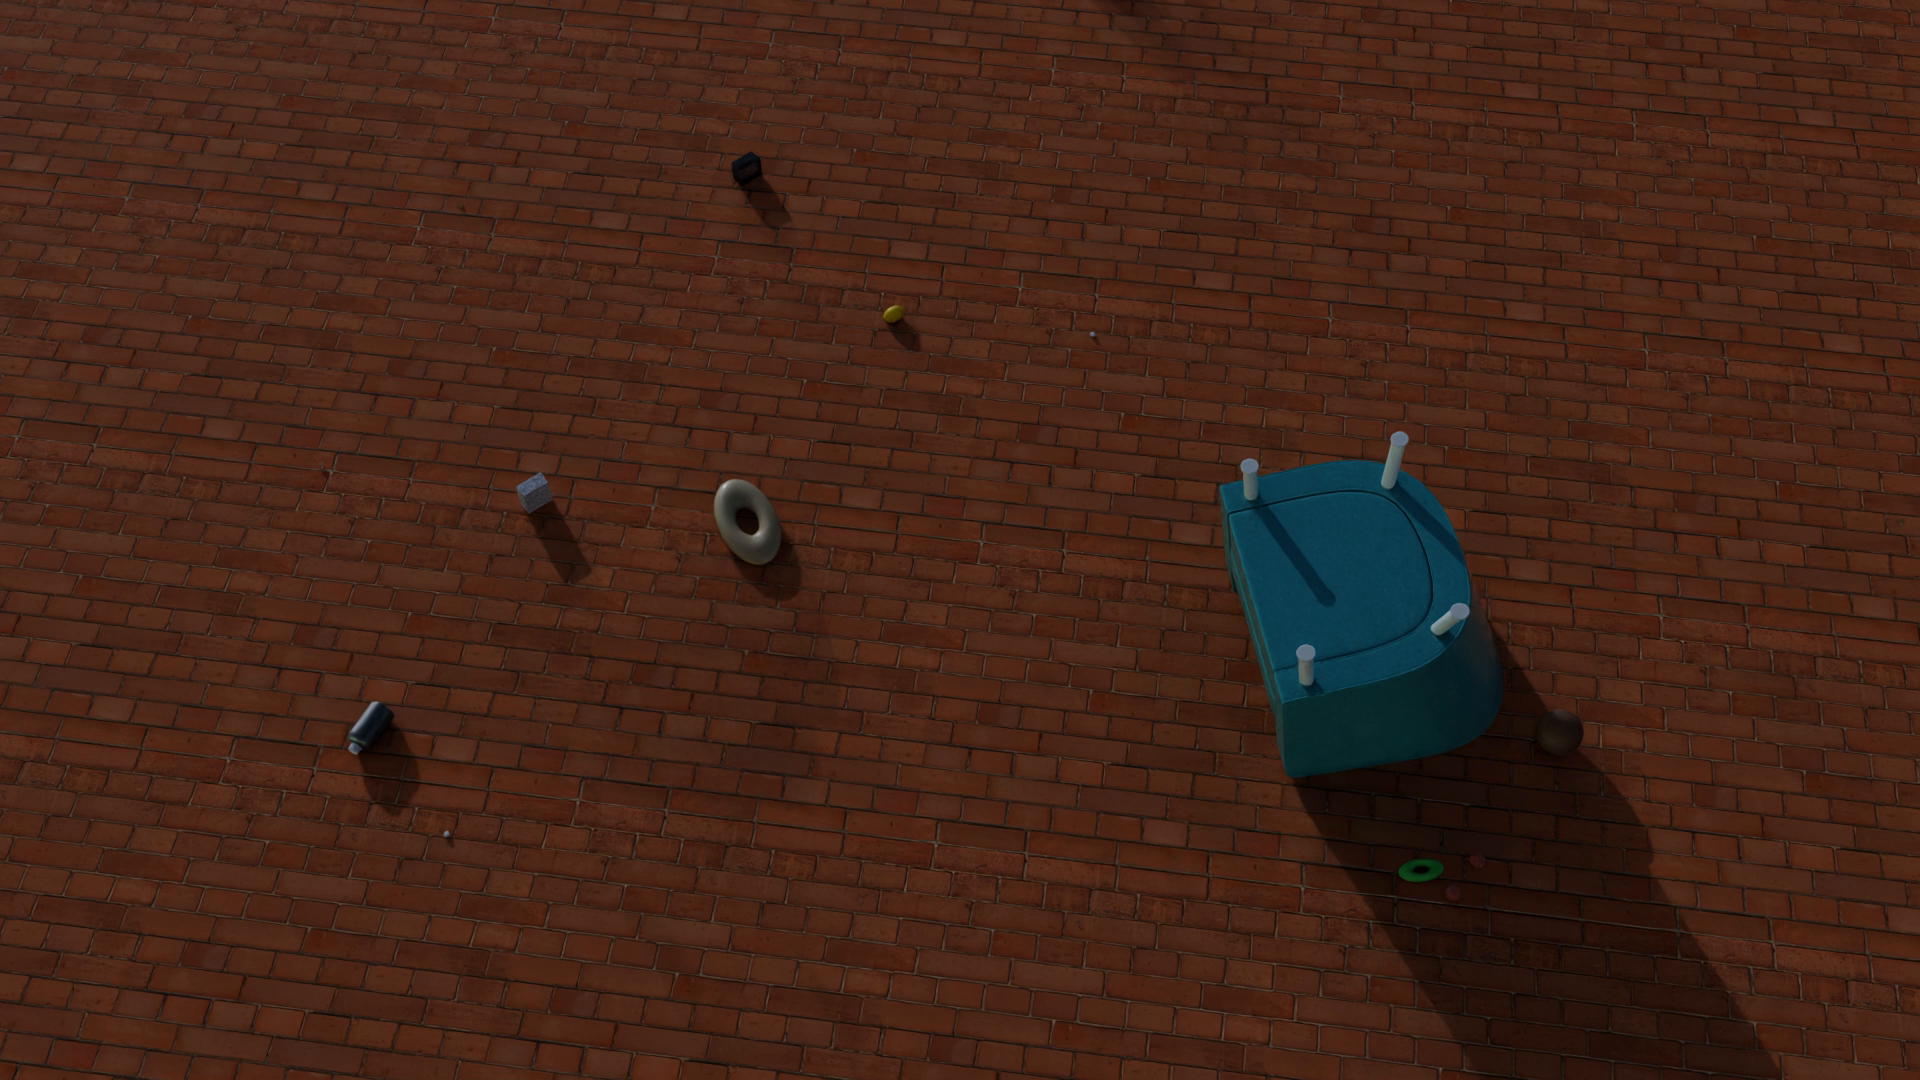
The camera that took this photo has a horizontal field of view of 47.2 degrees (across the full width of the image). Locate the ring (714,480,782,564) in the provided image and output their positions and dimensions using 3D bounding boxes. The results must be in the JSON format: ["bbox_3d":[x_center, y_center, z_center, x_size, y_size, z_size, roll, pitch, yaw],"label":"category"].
[{"bbox_3d":[-0.636,-0.055,6.578,0.181,0.056,0.322,-20,59,-12],"label":"ring"}]

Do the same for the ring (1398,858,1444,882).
[{"bbox_3d":[1.249,0.894,5.956,0.126,0.031,0.066,-7,58,-4],"label":"ring"}]

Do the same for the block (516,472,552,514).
[{"bbox_3d":[-1.280,-0.141,6.612,0.086,0.093,0.045,-33,62,-20],"label":"block"}]

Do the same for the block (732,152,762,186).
[{"bbox_3d":[-0.714,-1.244,7.365,0.084,0.072,0.050,-35,63,-21],"label":"block"}]
